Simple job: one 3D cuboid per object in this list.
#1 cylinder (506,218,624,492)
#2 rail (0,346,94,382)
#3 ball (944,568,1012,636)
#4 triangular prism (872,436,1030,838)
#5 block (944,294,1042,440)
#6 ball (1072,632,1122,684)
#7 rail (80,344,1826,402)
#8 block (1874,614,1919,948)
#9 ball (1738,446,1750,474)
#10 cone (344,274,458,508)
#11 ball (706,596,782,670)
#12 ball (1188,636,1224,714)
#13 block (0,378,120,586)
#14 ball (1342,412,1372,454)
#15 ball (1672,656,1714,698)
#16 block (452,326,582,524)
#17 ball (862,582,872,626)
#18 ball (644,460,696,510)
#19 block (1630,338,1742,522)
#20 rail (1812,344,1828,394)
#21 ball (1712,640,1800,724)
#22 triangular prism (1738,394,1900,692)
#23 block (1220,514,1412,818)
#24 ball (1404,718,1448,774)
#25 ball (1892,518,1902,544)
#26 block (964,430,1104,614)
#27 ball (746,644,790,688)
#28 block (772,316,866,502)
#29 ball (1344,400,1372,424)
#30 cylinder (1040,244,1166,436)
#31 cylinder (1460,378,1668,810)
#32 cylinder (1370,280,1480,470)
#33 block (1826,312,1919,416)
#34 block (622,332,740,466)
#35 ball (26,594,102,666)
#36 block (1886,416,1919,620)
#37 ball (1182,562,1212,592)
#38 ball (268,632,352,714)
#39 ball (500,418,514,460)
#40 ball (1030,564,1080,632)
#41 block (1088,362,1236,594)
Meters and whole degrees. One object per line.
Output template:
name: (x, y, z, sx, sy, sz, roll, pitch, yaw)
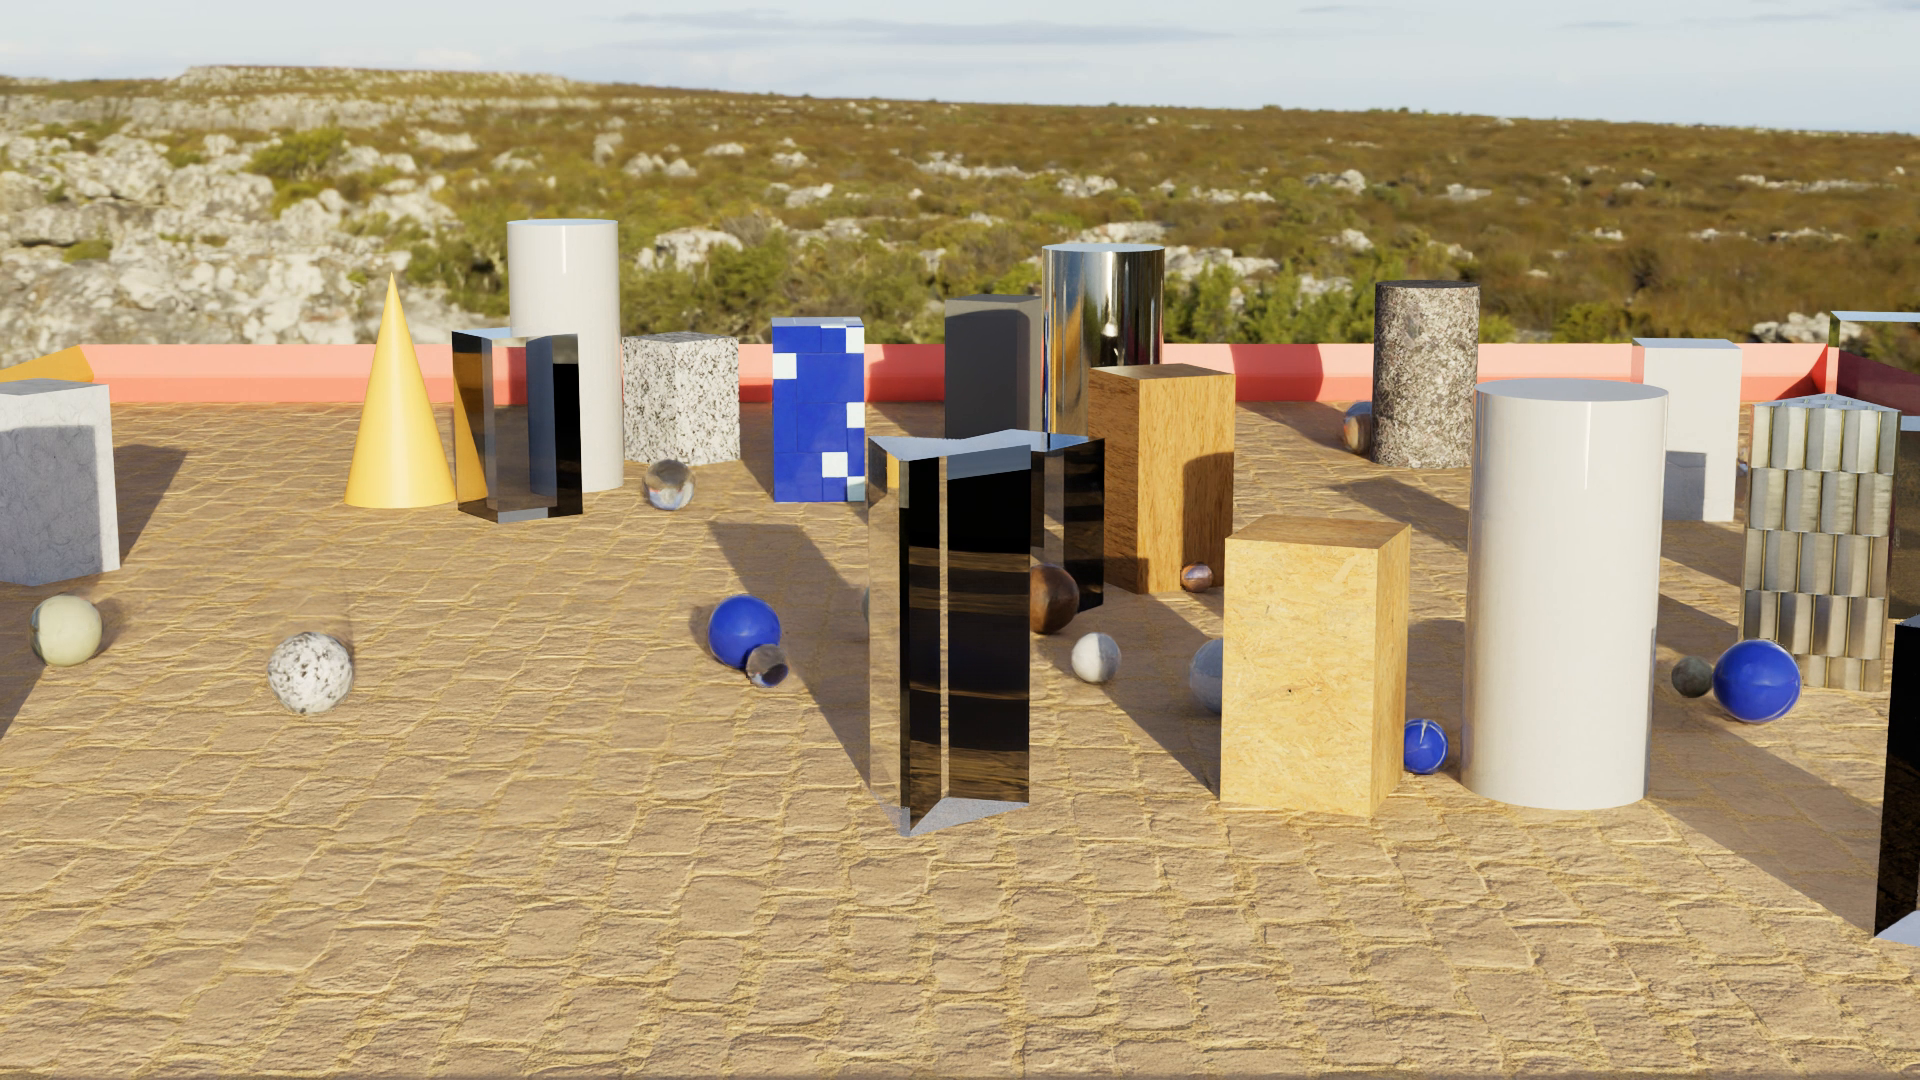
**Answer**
cylinder: (-0.681, -0.321, 4.438, 0.189, 0.455, 0.189, 0, 11, 0)
rail: (-1.870, 0.034, 3.439, 0.045, 0.123, 4.304, 0, 11, 0)
ball: (0.023, 0.079, 3.299, 0.086, 0.086, 0.086, 0, 11, 0)
triangular prism: (-0.040, 0.085, 2.514, 0.164, 0.362, 0.142, -10, 14, -42)
block: (0.073, -0.321, 4.907, 0.151, 0.283, 0.151, 5, 12, 26)
ball: (0.162, 0.140, 3.044, 0.060, 0.060, 0.060, 0, 11, 0)
rail: (-0.012, -0.359, 5.542, 3.787, 0.123, 0.045, 0, 11, 0)
block: (0.877, 0.201, 2.146, 0.151, 0.270, 0.151, 9, 14, 40)
ball: (1.418, -0.143, 4.583, 0.052, 0.052, 0.052, 0, 11, 0)
cone: (-0.945, -0.258, 4.299, 0.189, 0.383, 0.189, 0, 11, 0)
ball: (-0.262, 0.112, 3.113, 0.090, 0.090, 0.090, 0, 11, 0)
ball: (0.303, 0.153, 2.894, 0.090, 0.090, 0.090, 0, 11, 0)
block: (-1.327, -0.087, 3.688, 0.151, 0.270, 0.151, 7, 13, 32)
ball: (0.760, -0.202, 4.834, 0.076, 0.076, 0.076, 0, 11, 0)
ball: (0.851, 0.158, 2.975, 0.049, 0.049, 0.049, 0, 11, 0)
block: (-0.720, -0.191, 4.175, 0.151, 0.296, 0.151, -7, 13, -35)
ball: (-0.088, 0.083, 3.302, 0.077, 0.077, 0.077, 0, 11, 0)
ball: (-0.477, -0.091, 4.213, 0.085, 0.085, 0.085, 0, 11, 0)
block: (1.176, -0.182, 4.177, 0.151, 0.277, 0.151, 1, 11, 7)
rail: (1.870, 0.030, 3.460, 0.045, 0.123, 4.304, 0, 11, 0)
ball: (0.886, 0.158, 2.856, 0.094, 0.094, 0.094, 0, 11, 0)
triangular prism: (1.027, -0.002, 3.067, 0.164, 0.331, 0.142, 4, 11, 20)
block: (0.358, 0.122, 2.578, 0.151, 0.266, 0.151, 4, 11, 21)
ball: (0.477, 0.213, 2.658, 0.058, 0.058, 0.058, 0, 11, 0)
ball: (1.416, -0.014, 3.915, 0.044, 0.044, 0.044, 0, 11, 0)
block: (0.090, -0.021, 3.447, 0.151, 0.229, 0.151, 7, 13, 34)
ball: (-0.226, 0.148, 3.025, 0.052, 0.052, 0.052, 0, 11, 0)
block: (-0.241, -0.222, 4.345, 0.151, 0.296, 0.151, -1, 11, -5)
ball: (0.786, -0.230, 4.975, 0.080, 0.080, 0.080, 0, 11, 0)
cylinder: (0.220, -0.230, 3.975, 0.189, 0.446, 0.189, 0, 11, 0)
cylinder: (0.607, 0.050, 2.586, 0.189, 0.405, 0.189, 0, 11, 0)
cylinder: (0.854, -0.306, 4.711, 0.189, 0.327, 0.189, 0, 11, 0)
block: (1.428, -0.177, 3.984, 0.151, 0.339, 0.151, 2, 11, 13)
block: (-0.515, -0.261, 4.740, 0.151, 0.228, 0.151, 10, 15, 43)
ball: (-1.091, 0.110, 3.127, 0.088, 0.088, 0.088, 0, 11, 0)
block: (1.225, -0.035, 3.458, 0.151, 0.252, 0.151, 4, 11, 19)
ball: (0.329, 0.051, 3.564, 0.044, 0.044, 0.044, 0, 11, 0)
ball: (-0.735, 0.150, 2.900, 0.093, 0.093, 0.093, 0, 11, 0)
ball: (-0.796, -0.186, 4.704, 0.091, 0.091, 0.091, 0, 11, 0)
ball: (0.110, 0.075, 3.313, 0.089, 0.089, 0.089, 0, 11, 0)
block: (0.283, -0.090, 3.625, 0.151, 0.299, 0.151, -5, 12, -24)
